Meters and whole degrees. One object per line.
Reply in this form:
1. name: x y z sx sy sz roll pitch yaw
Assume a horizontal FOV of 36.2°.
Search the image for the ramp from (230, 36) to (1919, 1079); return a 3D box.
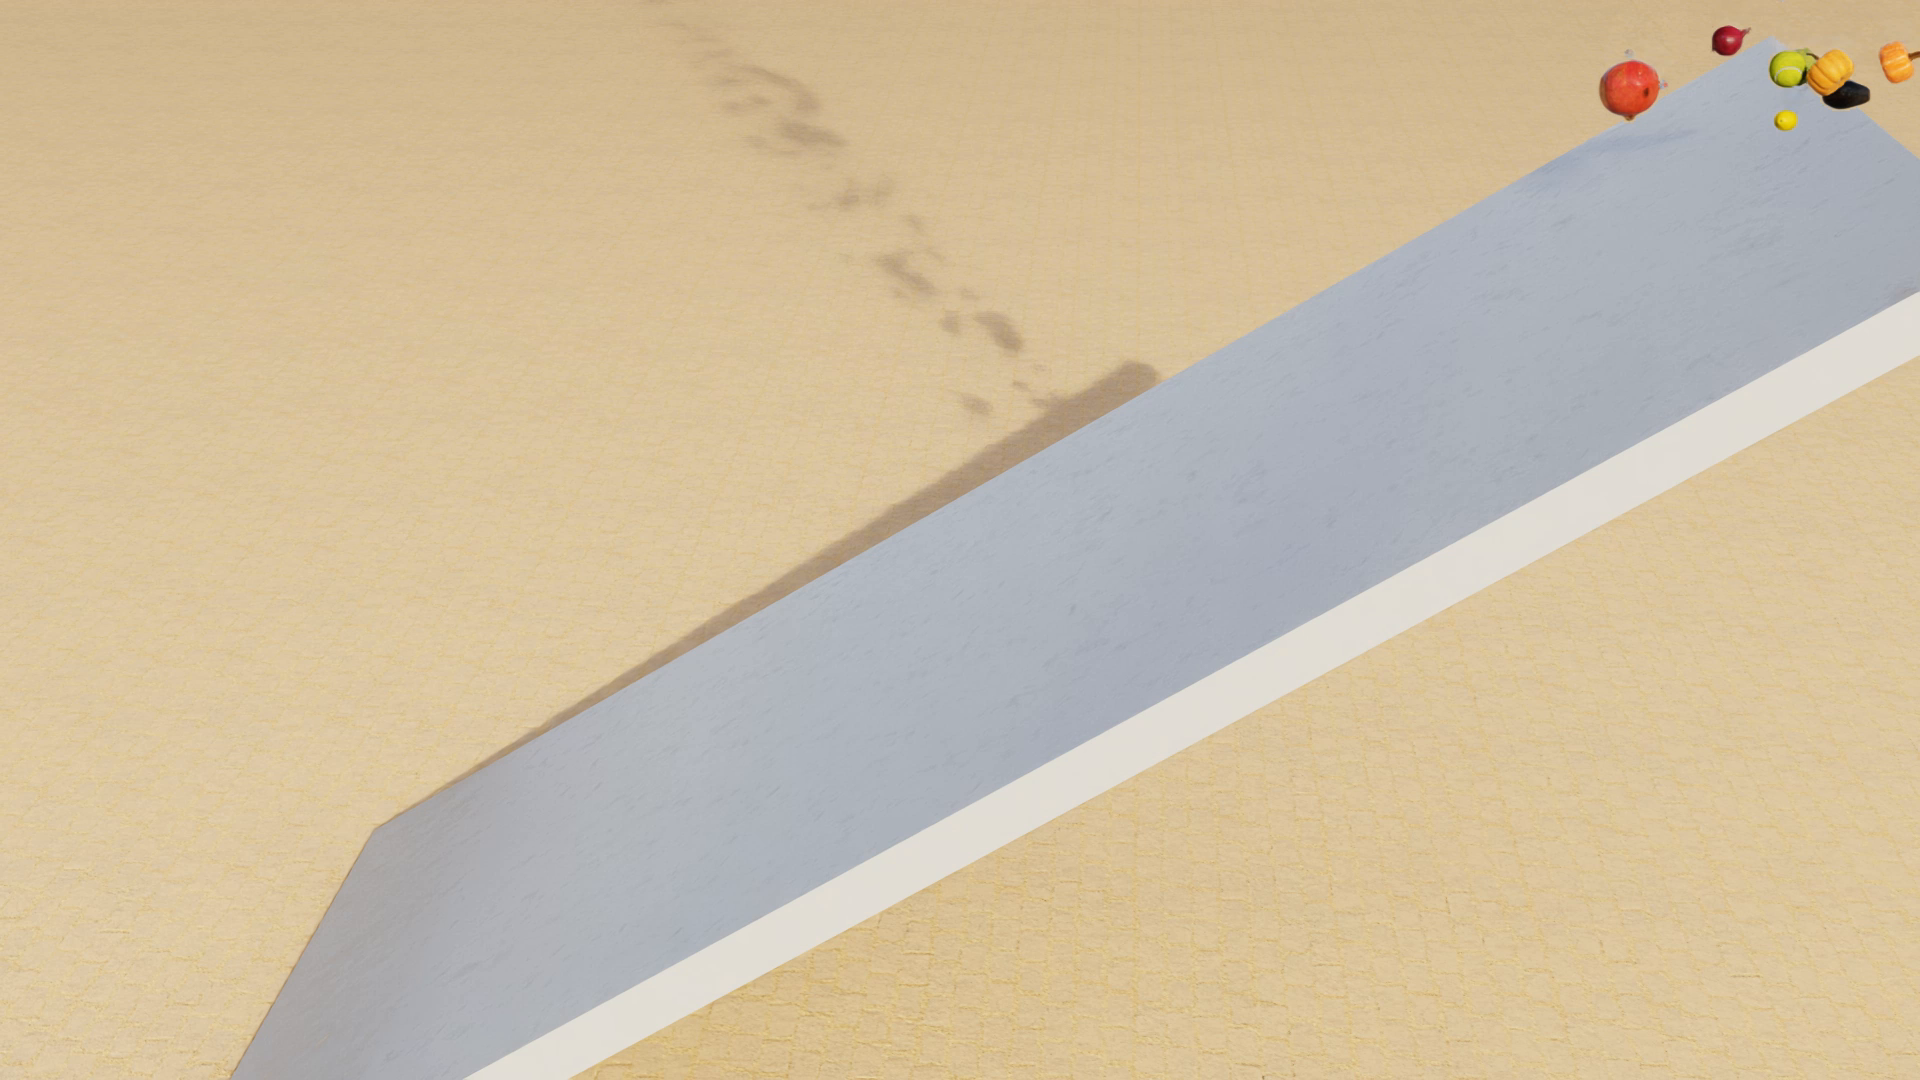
1. ramp: 0.141 0.169 6.289 4.000 0.100 2.000 -29 15 13
